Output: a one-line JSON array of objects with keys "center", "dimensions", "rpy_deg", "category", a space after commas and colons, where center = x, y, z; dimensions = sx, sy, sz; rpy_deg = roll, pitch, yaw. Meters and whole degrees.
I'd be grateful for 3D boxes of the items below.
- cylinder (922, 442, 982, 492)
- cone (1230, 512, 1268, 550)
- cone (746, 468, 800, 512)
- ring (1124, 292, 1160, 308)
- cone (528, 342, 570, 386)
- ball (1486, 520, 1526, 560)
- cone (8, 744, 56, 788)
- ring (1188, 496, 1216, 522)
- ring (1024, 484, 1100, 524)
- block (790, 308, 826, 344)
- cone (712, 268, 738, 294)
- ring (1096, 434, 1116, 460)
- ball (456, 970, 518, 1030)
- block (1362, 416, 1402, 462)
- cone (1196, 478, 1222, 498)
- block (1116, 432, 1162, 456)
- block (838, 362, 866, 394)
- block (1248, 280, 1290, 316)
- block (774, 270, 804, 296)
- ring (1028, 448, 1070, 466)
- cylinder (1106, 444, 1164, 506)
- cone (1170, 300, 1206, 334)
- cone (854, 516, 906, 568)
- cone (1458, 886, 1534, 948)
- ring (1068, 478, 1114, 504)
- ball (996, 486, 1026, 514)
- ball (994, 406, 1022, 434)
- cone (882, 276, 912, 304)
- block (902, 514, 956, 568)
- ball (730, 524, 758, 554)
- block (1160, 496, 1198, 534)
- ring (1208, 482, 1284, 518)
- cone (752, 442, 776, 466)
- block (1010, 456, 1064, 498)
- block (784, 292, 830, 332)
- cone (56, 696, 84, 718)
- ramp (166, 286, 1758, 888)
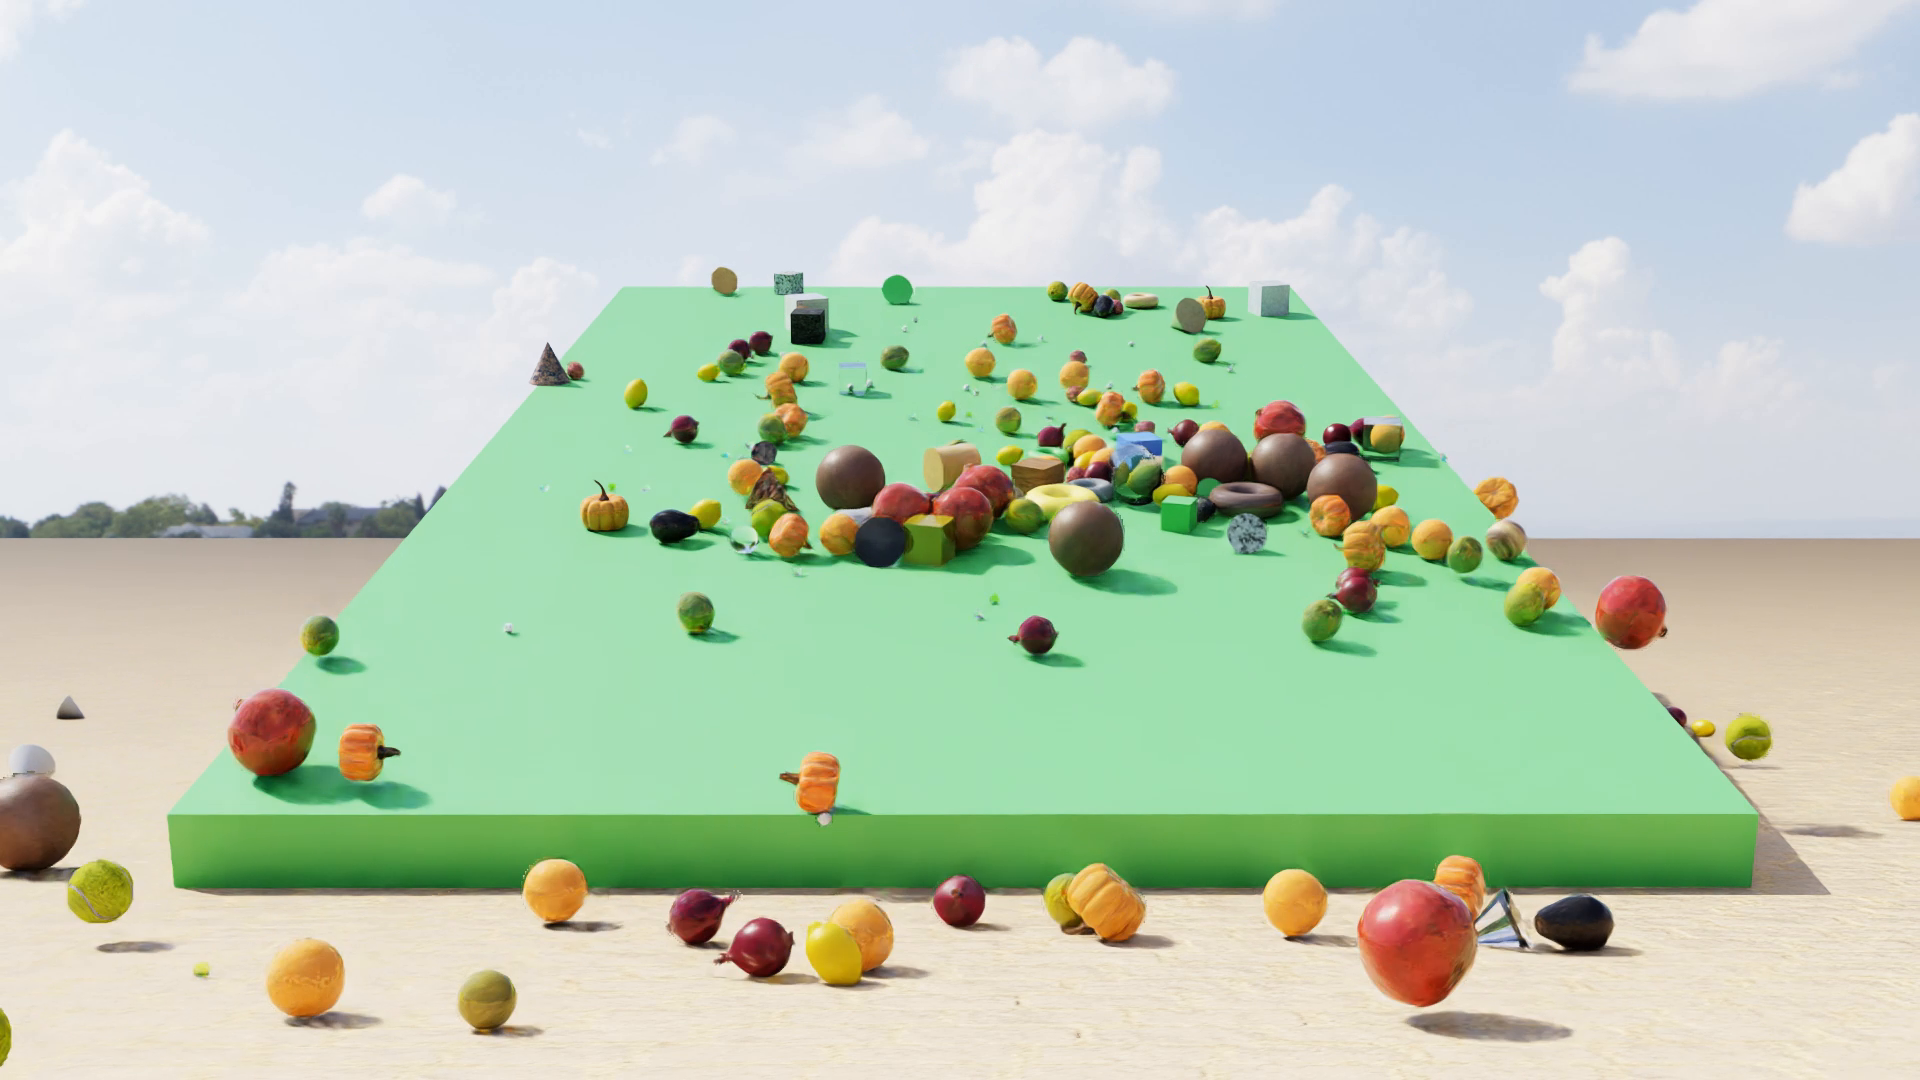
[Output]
[{"center": [-0.015, -0.142, 4.311], "dimensions": [0.086, 0.086, 0.086], "rpy_deg": [-9, 4, -29], "category": "cylinder"}, {"center": [0.503, -0.004, 3.929], "dimensions": [0.072, 0.072, 0.072], "rpy_deg": [0, -22, -14], "category": "cone"}, {"center": [-0.342, -0.077, 4.165], "dimensions": [0.090, 0.090, 0.090], "rpy_deg": [29, 2, 4], "category": "cone"}, {"center": [0.516, -0.682, 6.287], "dimensions": [0.103, 0.034, 0.103], "rpy_deg": [0, 15, 0], "category": "ring"}, {"center": [-0.983, -0.427, 5.274], "dimensions": [0.099, 0.099, 0.099], "rpy_deg": [0, 16, 0], "category": "cone"}, {"center": [0.953, -0.001, 3.851], "dimensions": [0.070, 0.070, 0.070], "rpy_deg": [0, 0, 0], "category": "ball"}, {"center": [-1.657, 0.418, 3.908], "dimensions": [0.082, 0.082, 0.082], "rpy_deg": [0, 27, -2], "category": "cone"}, {"center": [0.426, -0.056, 4.111], "dimensions": [0.098, 0.033, 0.098], "rpy_deg": [-4, 17, 1], "category": "ring"}, {"center": [0.190, -0.068, 4.124], "dimensions": [0.143, 0.048, 0.143], "rpy_deg": [1, 17, 0], "category": "ring"}, {"center": [-0.398, -0.558, 5.771], "dimensions": [0.079, 0.079, 0.079], "rpy_deg": [1, 16, 4], "category": "block"}, {"center": [-0.710, -0.752, 6.518], "dimensions": [0.084, 0.084, 0.084], "rpy_deg": [0, -13, -28], "category": "cone"}, {"center": [0.347, -0.188, 4.550], "dimensions": [0.136, 0.045, 0.136], "rpy_deg": [0, 15, 0], "category": "ring"}, {"center": [-0.429, 0.417, 2.002], "dimensions": [0.054, 0.054, 0.054], "rpy_deg": [0, 0, 0], "category": "ball"}, {"center": [0.872, -0.209, 4.566], "dimensions": [0.076, 0.076, 0.076], "rpy_deg": [3, 16, 9], "category": "block"}, {"center": [0.471, -0.086, 4.229], "dimensions": [0.055, 0.055, 0.055], "rpy_deg": [0, -11, -9], "category": "cone"}, {"center": [0.361, -0.173, 4.448], "dimensions": [0.071, 0.071, 0.071], "rpy_deg": [-5, 17, -16], "category": "block"}, {"center": [-0.251, -0.378, 5.172], "dimensions": [0.064, 0.064, 0.064], "rpy_deg": [-1, 16, -3], "category": "block"}, {"center": [0.864, -0.676, 6.175], "dimensions": [0.085, 0.085, 0.085], "rpy_deg": [-5, 17, -17], "category": "block"}, {"center": [-0.503, -0.754, 6.483], "dimensions": [0.062, 0.062, 0.062], "rpy_deg": [9, 18, 28], "category": "block"}, {"center": [0.181, -0.169, 4.508], "dimensions": [0.087, 0.029, 0.087], "rpy_deg": [1, 16, 0], "category": "ring"}, {"center": [0.336, -0.125, 4.234], "dimensions": [0.098, 0.098, 0.098], "rpy_deg": [0, 16, -4], "category": "cylinder"}, {"center": [0.594, -0.590, 5.949], "dimensions": [0.099, 0.099, 0.099], "rpy_deg": [0, -5, -32], "category": "cone"}, {"center": [-0.128, 0.013, 3.853], "dimensions": [0.091, 0.091, 0.091], "rpy_deg": [0, -11, 13], "category": "cone"}, {"center": [0.575, 0.426, 2.406], "dimensions": [0.072, 0.072, 0.072], "rpy_deg": [-28, -7, 15], "category": "cone"}, {"center": [0.248, -0.093, 4.237], "dimensions": [0.100, 0.033, 0.100], "rpy_deg": [-1, 17, 0], "category": "ring"}, {"center": [0.095, -0.076, 4.139], "dimensions": [0.053, 0.053, 0.053], "rpy_deg": [0, 0, 0], "category": "ball"}, {"center": [0.104, -0.259, 4.765], "dimensions": [0.060, 0.060, 0.060], "rpy_deg": [0, 0, 0], "category": "ball"}, {"center": [-0.187, -0.708, 6.365], "dimensions": [0.088, 0.088, 0.088], "rpy_deg": [0, -11, -11], "category": "cone"}, {"center": [-0.053, 0.000, 3.843], "dimensions": [0.071, 0.071, 0.071], "rpy_deg": [6, 17, 19], "category": "block"}, {"center": [-0.379, -0.001, 3.879], "dimensions": [0.052, 0.052, 0.052], "rpy_deg": [0, 0, 0], "category": "ball"}, {"center": [0.401, -0.047, 4.042], "dimensions": [0.053, 0.053, 0.053], "rpy_deg": [6, 17, 20], "category": "block"}, {"center": [0.538, -0.075, 4.152], "dimensions": [0.141, 0.047, 0.141], "rpy_deg": [1, 15, 0], "category": "ring"}, {"center": [-0.396, -0.171, 4.525], "dimensions": [0.052, 0.052, 0.052], "rpy_deg": [0, -11, 6], "category": "cone"}, {"center": [0.148, -0.111, 4.227], "dimensions": [0.074, 0.074, 0.074], "rpy_deg": [11, 19, 32], "category": "block"}, {"center": [-0.411, -0.607, 5.919], "dimensions": [0.092, 0.092, 0.092], "rpy_deg": [-7, 17, -23], "category": "block"}, {"center": [-2.142, 0.418, 5.340], "dimensions": [0.060, 0.060, 0.060], "rpy_deg": [27, -2, -4], "category": "cone"}, {"center": [-0.002, -0.160, 4.709], "dimensions": [2.000, 0.100, 4.000], "rpy_deg": [0, 16, 0], "category": "ramp"}]
